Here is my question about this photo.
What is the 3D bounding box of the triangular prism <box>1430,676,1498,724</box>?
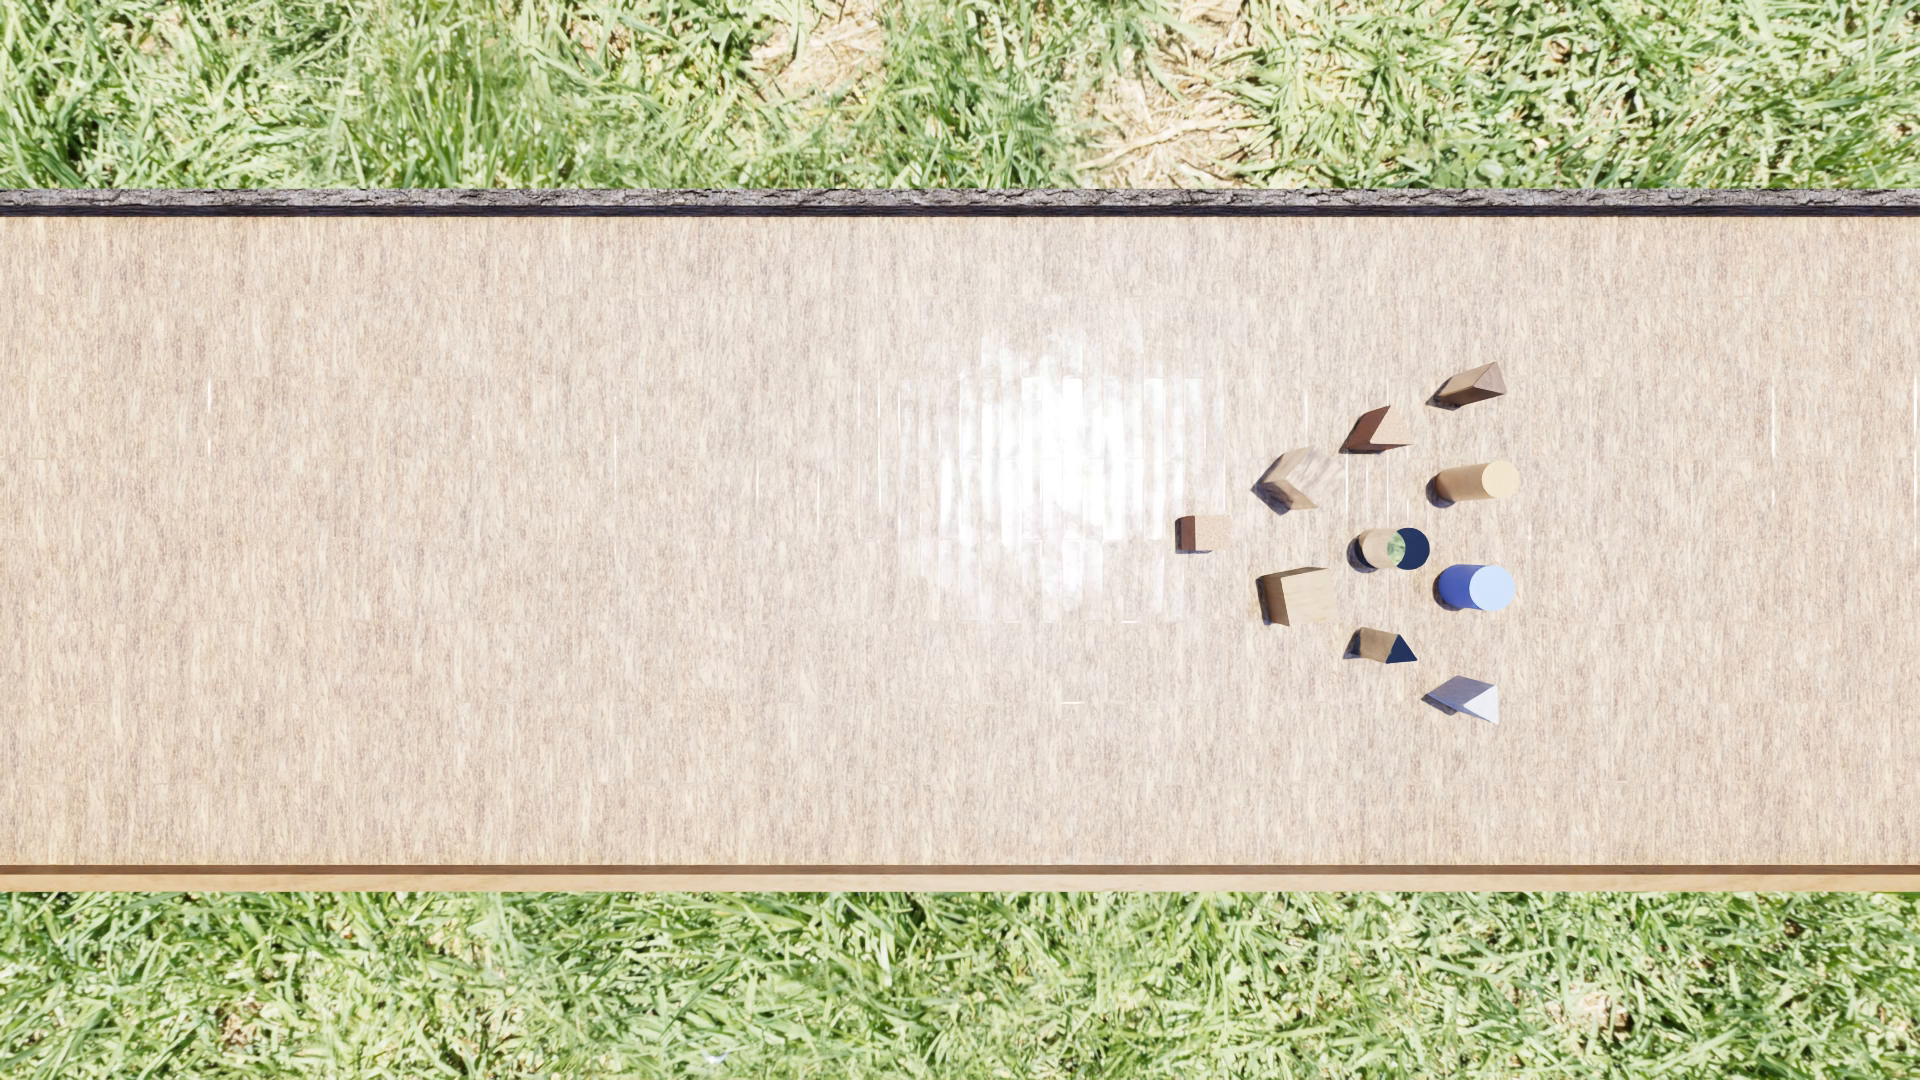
[{"bbox_3d":[1.511,0.458,4.896,0.110,0.361,0.095,28,90,0],"label":"triangular prism"}]

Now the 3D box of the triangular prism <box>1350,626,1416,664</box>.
[{"bbox_3d":[1.244,0.305,4.867,0.091,0.418,0.078,-5,90,0],"label":"triangular prism"}]

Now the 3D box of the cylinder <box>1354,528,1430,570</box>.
[{"bbox_3d":[1.274,0.025,4.881,0.122,0.391,0.122,0,90,0],"label":"cylinder"}]

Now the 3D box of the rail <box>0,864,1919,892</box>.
[{"bbox_3d":[-2.247,1.025,5.001,12.000,0.150,0.050,0,90,0],"label":"rail"}]

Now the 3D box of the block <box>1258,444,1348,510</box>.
[{"bbox_3d":[1.007,-0.180,4.864,0.127,0.426,0.127,41,90,0],"label":"block"}]

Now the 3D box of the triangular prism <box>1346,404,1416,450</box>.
[{"bbox_3d":[1.250,-0.337,4.919,0.130,0.314,0.112,1,90,0],"label":"triangular prism"}]

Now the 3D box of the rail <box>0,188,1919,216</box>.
[{"bbox_3d":[-2.247,-1.025,5.002,12.000,0.150,0.050,0,90,0],"label":"rail"}]

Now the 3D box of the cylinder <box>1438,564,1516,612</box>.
[{"bbox_3d":[1.539,0.140,4.922,0.133,0.309,0.133,0,90,0],"label":"cylinder"}]

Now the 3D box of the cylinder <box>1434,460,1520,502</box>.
[{"bbox_3d":[1.514,-0.170,4.847,0.106,0.460,0.106,0,90,0],"label":"cylinder"}]

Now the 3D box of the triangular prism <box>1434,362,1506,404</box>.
[{"bbox_3d":[1.512,-0.466,4.875,0.096,0.403,0.083,12,90,0],"label":"triangular prism"}]

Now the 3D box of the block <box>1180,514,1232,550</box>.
[{"bbox_3d":[0.732,-0.022,4.923,0.102,0.308,0.102,-1,90,0],"label":"block"}]

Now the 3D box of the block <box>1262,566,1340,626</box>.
[{"bbox_3d":[1.012,0.167,4.923,0.145,0.308,0.145,-11,90,0],"label":"block"}]
